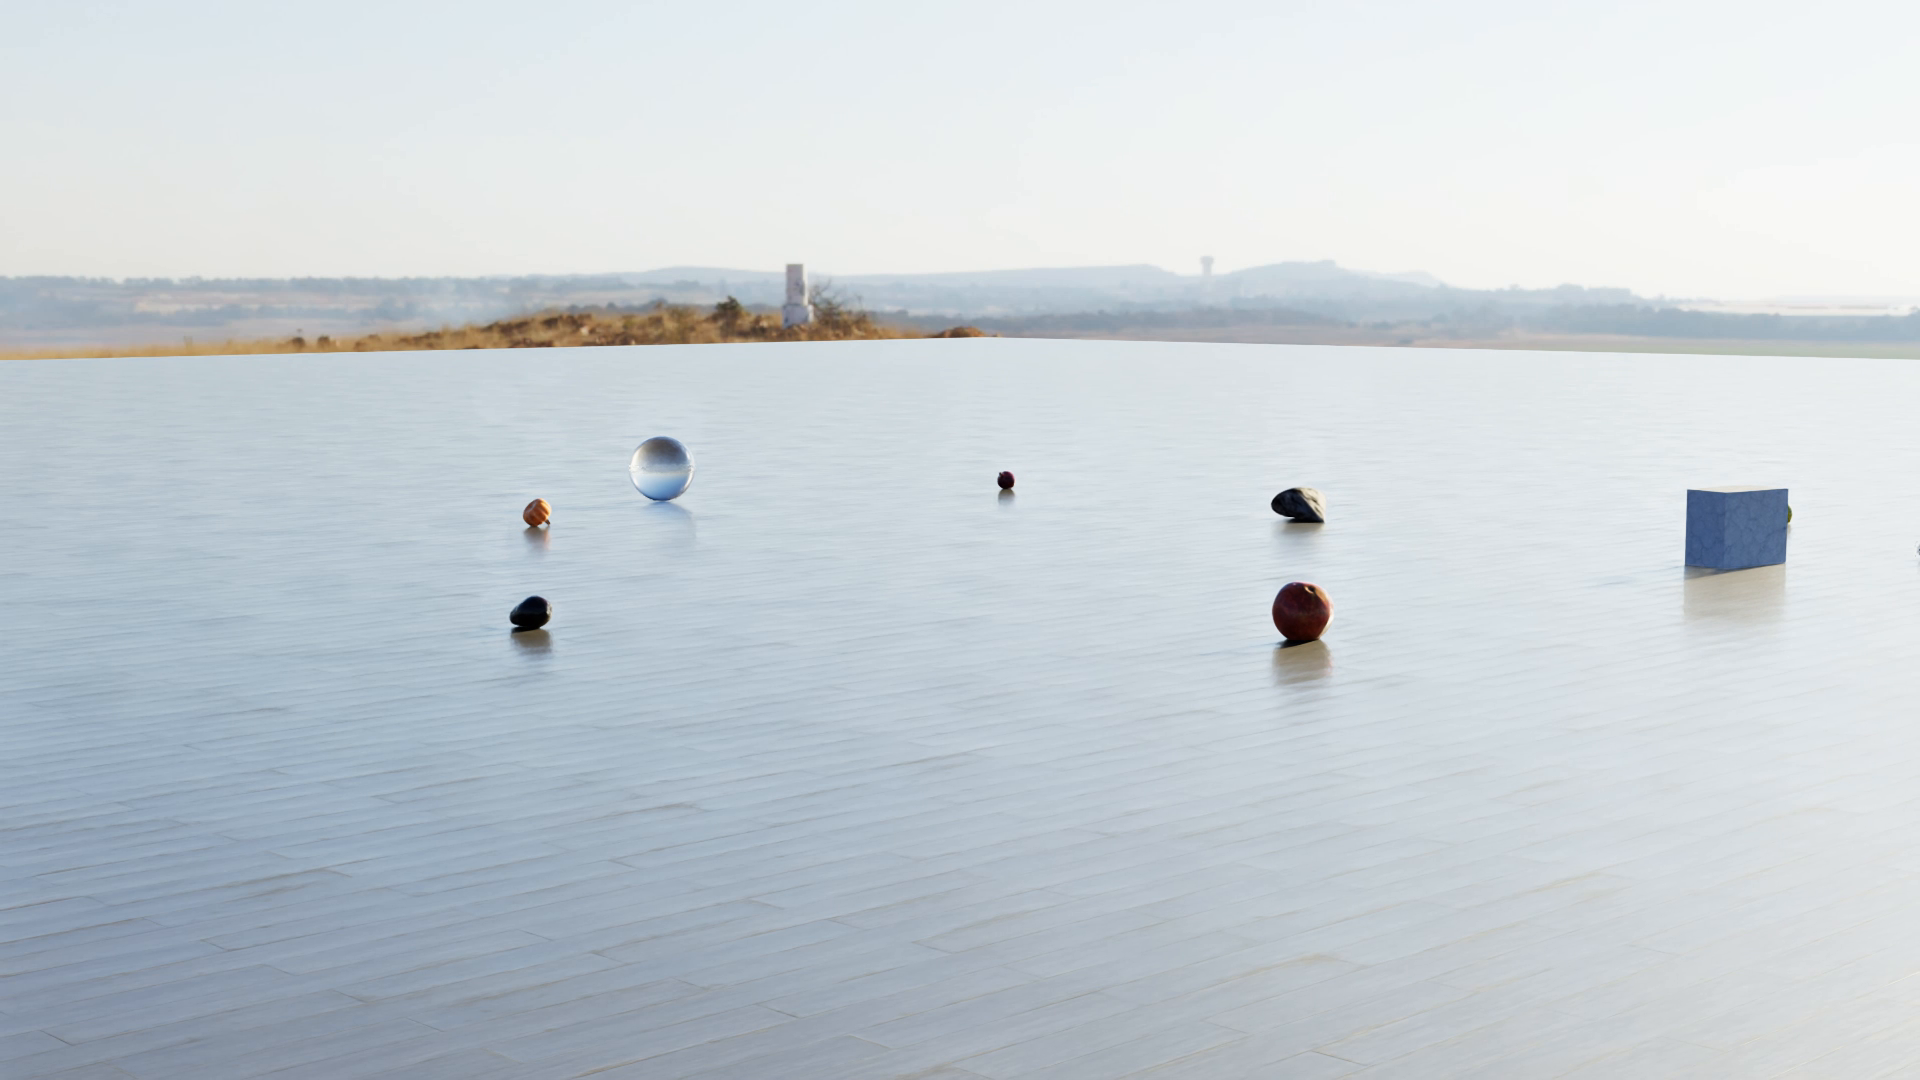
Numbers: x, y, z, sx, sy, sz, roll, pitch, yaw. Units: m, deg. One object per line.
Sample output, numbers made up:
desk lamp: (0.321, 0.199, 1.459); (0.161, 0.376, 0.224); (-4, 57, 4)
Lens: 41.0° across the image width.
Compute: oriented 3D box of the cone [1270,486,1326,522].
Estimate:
cone: (0.950, -0.075, 6.932); (0.167, 0.088, 0.163); (-4, 22, -18)

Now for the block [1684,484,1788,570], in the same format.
block: (1.777, -0.031, 5.870); (0.213, 0.173, 0.112); (-4, 7, -33)

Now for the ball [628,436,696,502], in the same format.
ball: (-0.871, -0.209, 7.503); (0.193, 0.193, 0.193); (0, 6, 0)
